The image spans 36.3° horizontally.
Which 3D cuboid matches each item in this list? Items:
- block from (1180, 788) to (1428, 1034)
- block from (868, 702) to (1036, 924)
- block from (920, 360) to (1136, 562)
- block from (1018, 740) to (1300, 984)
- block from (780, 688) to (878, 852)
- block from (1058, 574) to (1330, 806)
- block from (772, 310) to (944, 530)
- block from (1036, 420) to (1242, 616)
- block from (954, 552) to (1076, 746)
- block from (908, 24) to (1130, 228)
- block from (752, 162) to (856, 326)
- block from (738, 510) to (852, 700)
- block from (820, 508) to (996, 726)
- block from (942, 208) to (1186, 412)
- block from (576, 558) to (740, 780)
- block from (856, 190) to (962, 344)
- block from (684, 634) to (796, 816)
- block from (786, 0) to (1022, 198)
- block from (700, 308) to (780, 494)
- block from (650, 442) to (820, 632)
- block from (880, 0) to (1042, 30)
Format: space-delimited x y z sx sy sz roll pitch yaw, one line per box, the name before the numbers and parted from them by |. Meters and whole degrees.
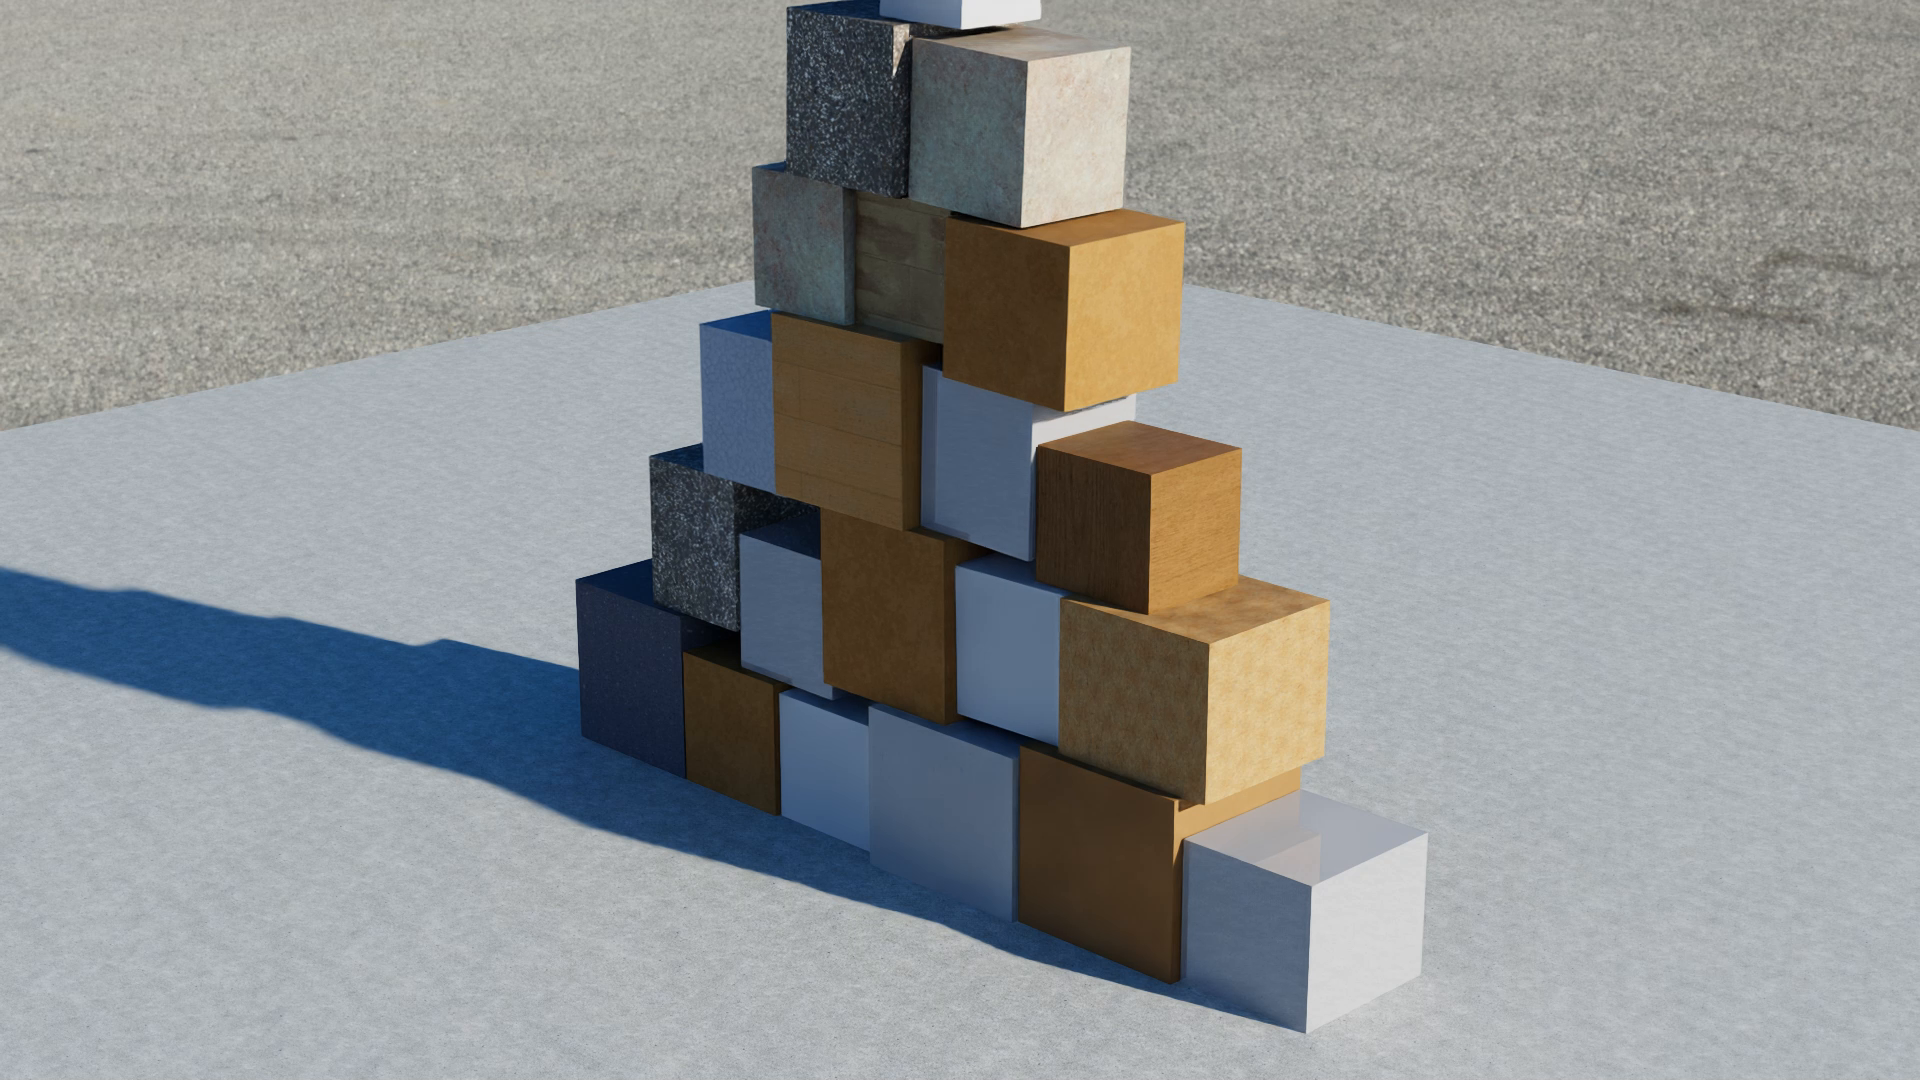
block | 1.445 1.546 12.334 0.776 0.654 0.677 -17 24 -42
block | 0.220 1.131 13.446 0.890 0.780 0.912 -17 24 -42
block | 0.298 -0.405 12.931 0.664 0.734 0.658 19 25 42
block | 0.869 1.296 12.827 0.835 0.836 0.889 -17 24 -42
block | -0.343 1.023 14.042 0.749 0.627 0.715 -17 24 -42
block | 0.995 0.587 12.513 0.786 0.706 0.829 -17 24 -42
block | -0.262 -0.623 13.431 0.832 0.855 0.847 -17 24 -42
block | 0.761 -0.106 12.528 0.579 0.608 0.649 -17 24 -42
block | 0.448 0.437 13.022 0.658 0.694 0.659 -17 23 -42
block | 0.249 -1.778 12.512 0.628 0.696 0.676 -17 27 -42
block | -0.494 -1.393 13.398 0.606 0.639 0.663 16 24 43
block | -0.591 0.289 14.056 0.661 0.674 0.647 -17 24 -42
block | -0.067 0.249 13.514 0.811 0.862 0.801 -17 24 -42
block | 0.440 -1.025 12.533 0.716 0.702 0.718 -17 26 -42
block | -1.373 0.608 14.990 0.809 0.852 0.828 -17 24 -42
block | -0.038 -1.260 13.000 0.606 0.607 0.597 -17 25 -42
block | -0.843 0.855 14.502 0.790 0.673 0.664 -17 24 -42
block | -0.251 -1.983 12.975 0.779 0.738 0.678 -17 26 -42
block | -0.770 -0.683 13.943 0.587 0.728 0.702 16 24 43
block | -1.047 -0.058 14.431 0.702 0.755 0.627 -17 24 -42
block | 0.005 -2.498 12.548 0.483 0.521 0.498 -17 26 -42
